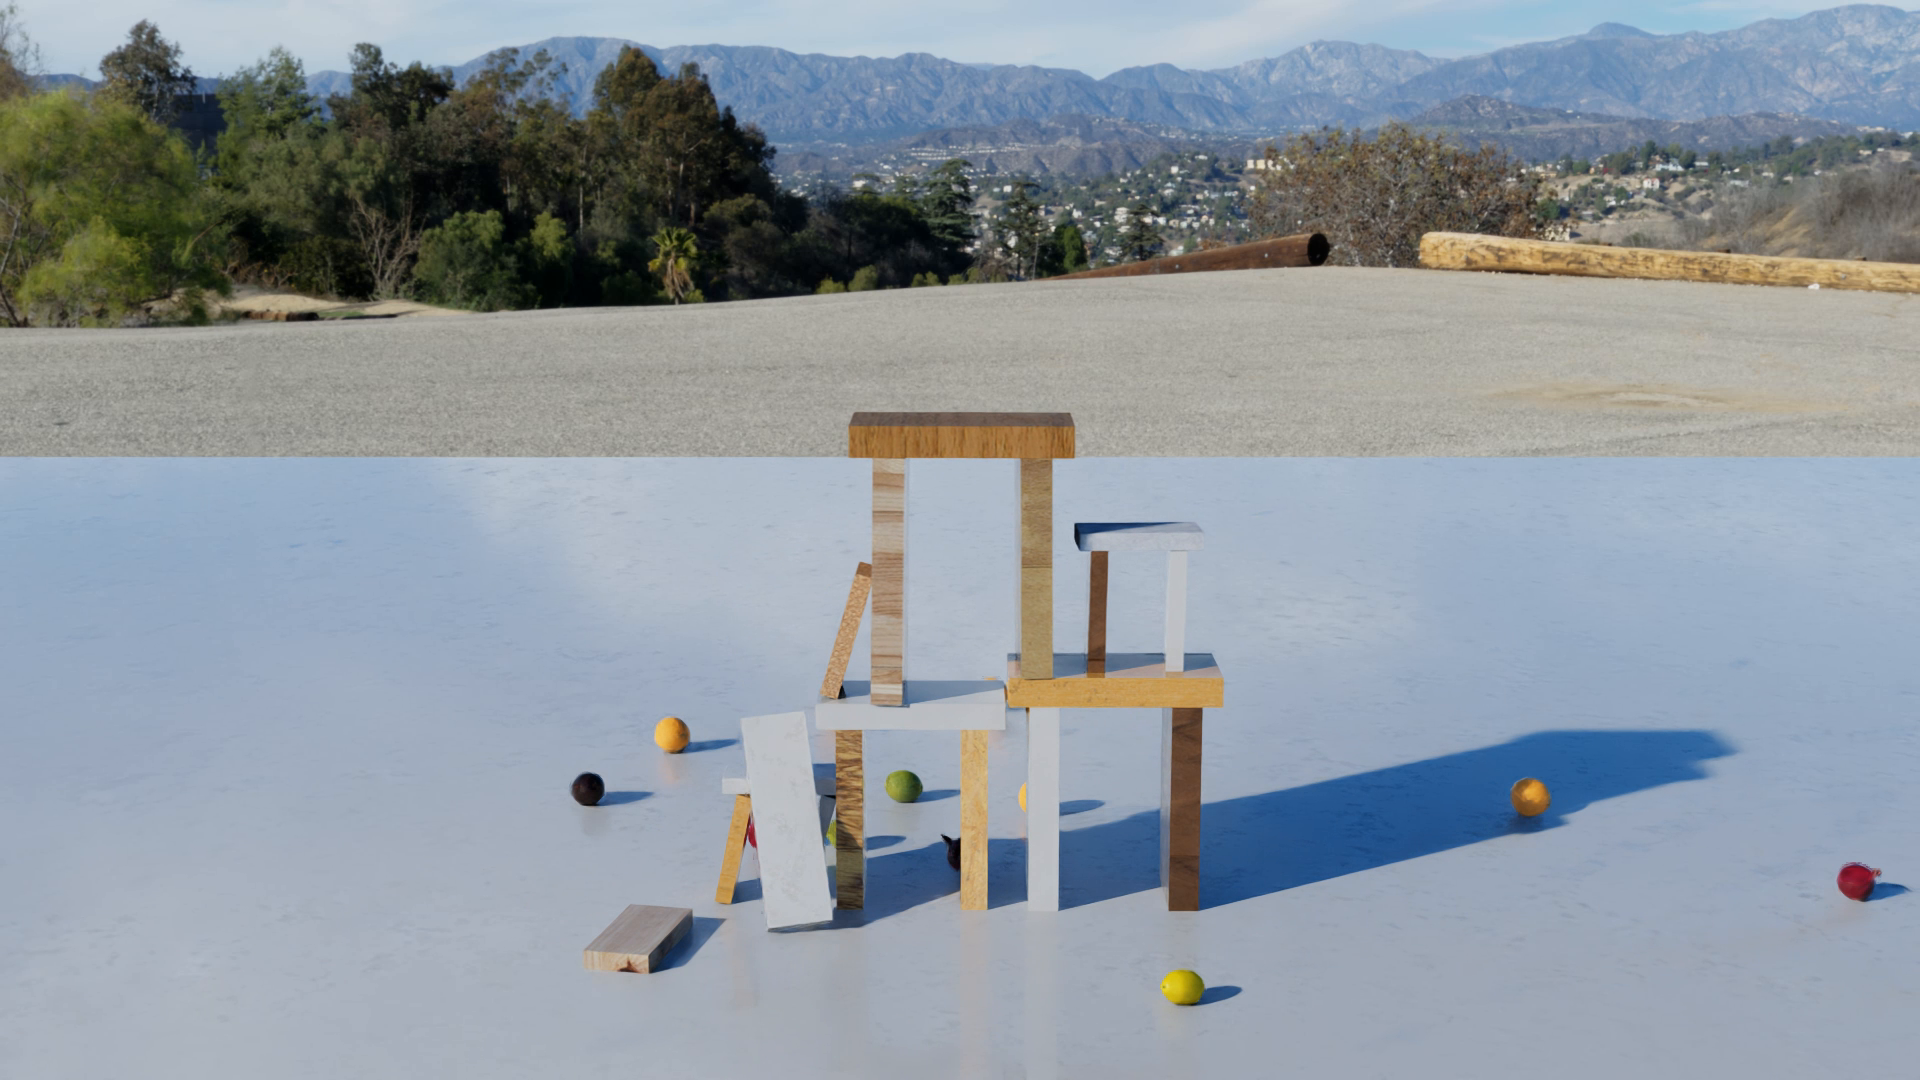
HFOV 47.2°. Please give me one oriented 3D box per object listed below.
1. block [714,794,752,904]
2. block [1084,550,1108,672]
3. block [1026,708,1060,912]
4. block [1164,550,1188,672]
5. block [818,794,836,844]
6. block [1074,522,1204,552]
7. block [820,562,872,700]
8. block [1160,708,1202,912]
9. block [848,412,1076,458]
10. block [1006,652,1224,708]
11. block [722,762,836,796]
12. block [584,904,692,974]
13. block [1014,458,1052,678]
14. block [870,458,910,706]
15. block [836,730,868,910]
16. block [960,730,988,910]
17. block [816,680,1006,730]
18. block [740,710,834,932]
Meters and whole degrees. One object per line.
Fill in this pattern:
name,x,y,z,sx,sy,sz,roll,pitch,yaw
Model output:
block,-0.370,0.499,3.645,0.026,0.186,0.093,12,10,-1
block,0.221,0.107,3.578,0.028,0.200,0.100,1,11,0
block,0.136,0.421,3.639,0.049,0.343,0.171,0,11,0
block,0.351,0.105,3.586,0.028,0.200,0.100,2,11,3
block,-0.240,0.499,3.648,0.026,0.186,0.093,16,10,-3
block,0.289,-0.006,3.559,0.200,0.028,0.100,0,11,-2
block,-0.182,0.146,3.587,0.029,0.208,0.104,17,10,-2
block,0.365,0.421,3.639,0.049,0.343,0.171,0,11,0
block,0.003,-0.169,3.529,0.355,0.050,0.177,0,11,0
block,0.250,0.229,3.603,0.343,0.049,0.171,0,11,0
block,-0.294,0.394,3.629,0.186,0.026,0.093,1,11,0
block,-0.499,0.620,3.426,0.104,0.029,0.208,2,11,12
block,0.119,0.031,3.564,0.050,0.355,0.177,-1,11,-2
block,-0.113,0.052,3.570,0.050,0.399,0.177,1,11,1
block,-0.179,0.441,3.639,0.043,0.304,0.152,0,11,0
block,0.023,0.441,3.639,0.043,0.304,0.152,0,11,0
block,-0.079,0.270,3.607,0.304,0.043,0.152,0,11,0
block,-0.280,0.450,3.541,0.104,0.343,0.029,-6,-17,-10
